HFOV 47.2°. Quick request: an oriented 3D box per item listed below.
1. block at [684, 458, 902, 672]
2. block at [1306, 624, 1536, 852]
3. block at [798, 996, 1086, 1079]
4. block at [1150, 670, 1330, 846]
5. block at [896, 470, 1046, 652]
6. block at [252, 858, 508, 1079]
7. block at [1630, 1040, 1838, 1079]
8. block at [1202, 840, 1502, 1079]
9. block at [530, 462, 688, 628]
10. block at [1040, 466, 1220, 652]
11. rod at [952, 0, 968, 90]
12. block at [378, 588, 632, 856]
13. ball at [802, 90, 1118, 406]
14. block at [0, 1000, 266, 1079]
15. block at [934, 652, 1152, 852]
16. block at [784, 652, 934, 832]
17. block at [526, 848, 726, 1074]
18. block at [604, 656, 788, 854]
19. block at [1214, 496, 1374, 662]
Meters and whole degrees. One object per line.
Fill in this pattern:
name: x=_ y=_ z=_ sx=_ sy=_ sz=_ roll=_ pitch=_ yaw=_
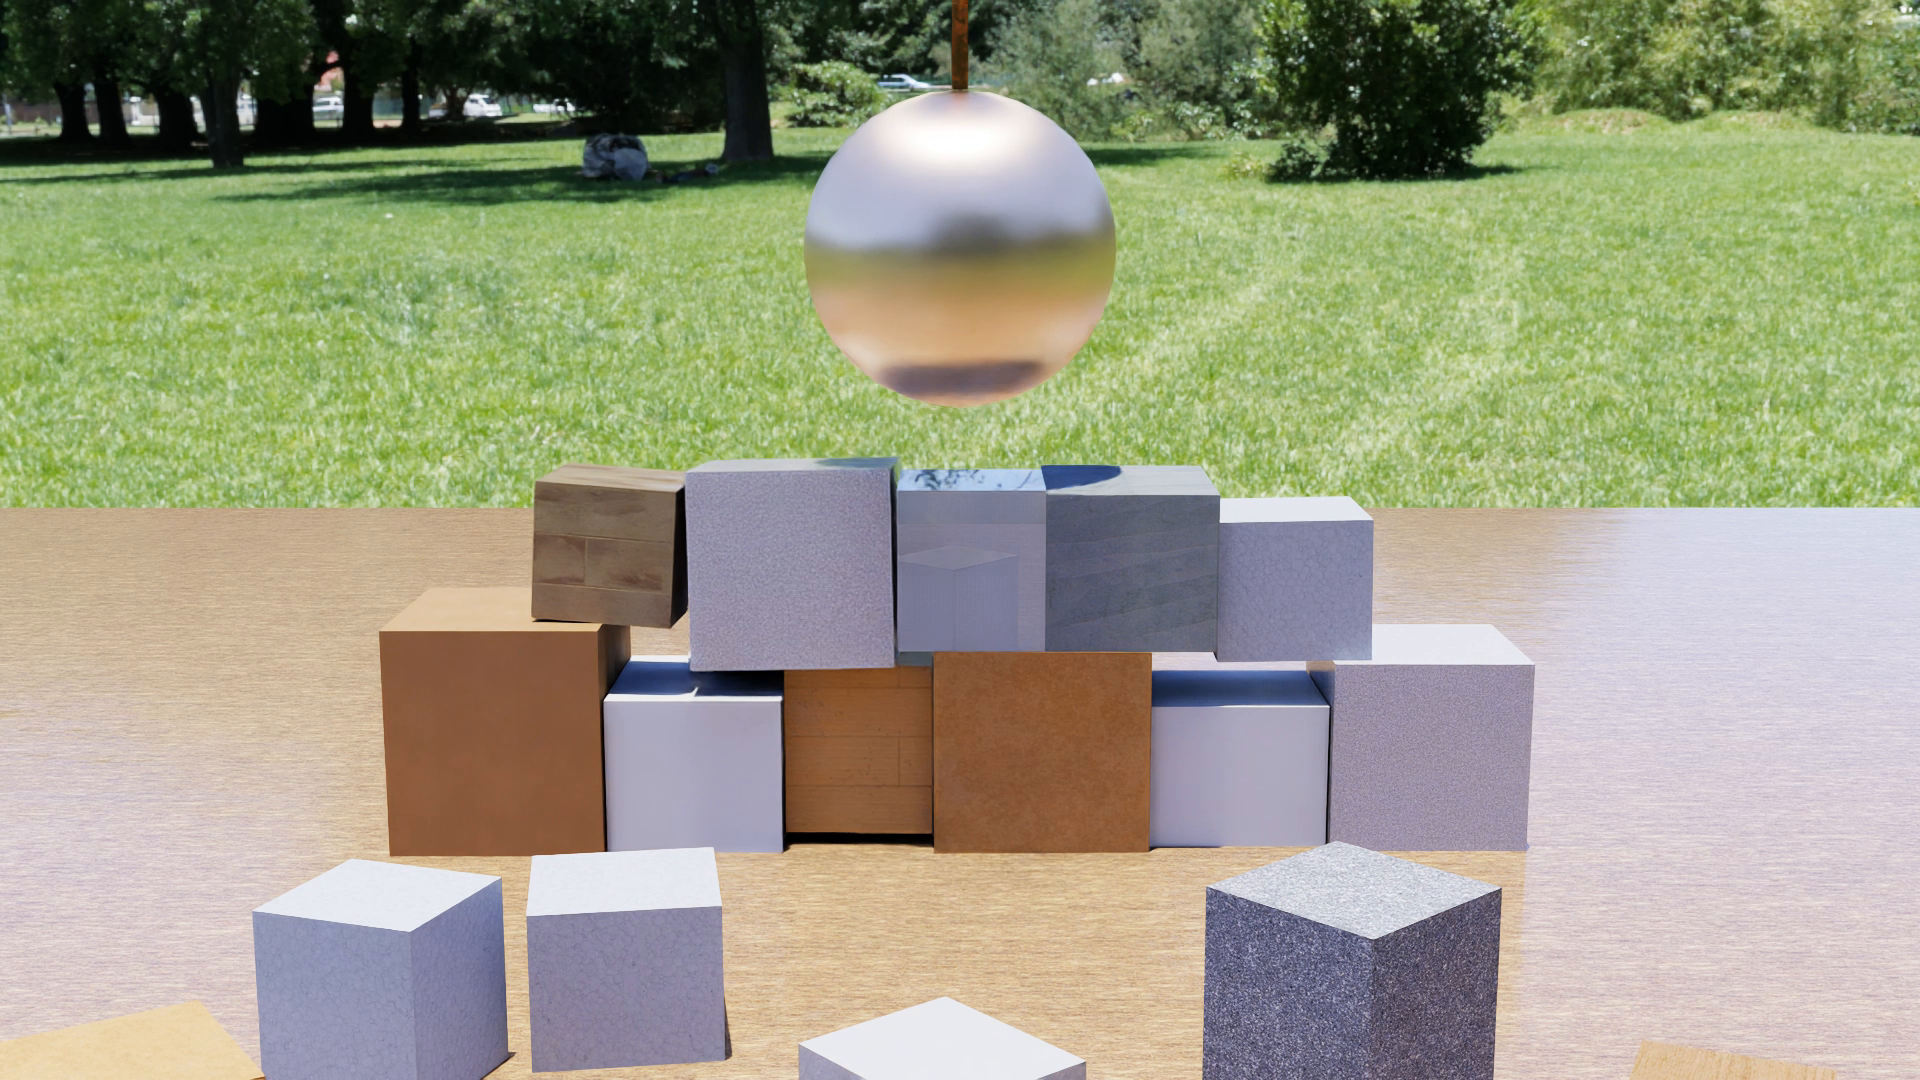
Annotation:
block: x=-0.825 y=0.103 z=11.326 sx=1.011 sy=0.988 sz=0.980 roll=-1 pitch=5 yaw=2
block: x=2.341 y=1.004 z=11.361 sx=0.983 sy=0.961 sz=0.907 roll=0 pitch=10 yaw=0
block: x=-0.059 y=1.941 z=6.881 sx=0.599 sy=0.719 sz=0.677 roll=-9 pitch=13 yaw=-39
block: x=1.397 y=1.118 z=11.392 sx=0.887 sy=0.725 sz=0.771 roll=0 pitch=10 yaw=0
block: x=0.057 y=0.092 z=11.082 sx=0.724 sy=0.801 sz=0.703 roll=0 pitch=10 yaw=0
block: x=-2.168 y=1.680 z=8.279 sx=0.668 sy=0.732 sz=0.625 roll=4 pitch=11 yaw=19
block: x=2.345 y=1.996 z=6.754 sx=0.583 sy=0.657 sz=0.560 roll=5 pitch=11 yaw=23
block: x=1.452 y=1.668 z=8.171 sx=0.785 sy=0.794 sz=0.754 roll=-10 pitch=14 yaw=-42
block: x=-1.733 y=0.018 z=11.143 sx=0.701 sy=0.687 sz=0.659 roll=4 pitch=10 yaw=3
block: x=0.845 y=0.079 z=11.206 sx=0.844 sy=0.782 sz=0.971 roll=0 pitch=10 yaw=1
rod: x=0.000 y=-4.791 z=10.439 sx=0.080 sy=5.200 sz=0.080 roll=0 pitch=13 yaw=0
block: x=-2.300 y=0.913 z=11.339 sx=1.064 sy=1.147 sz=1.054 roll=0 pitch=10 yaw=0
ball: x=0.000 y=-1.480 z=11.211 sx=1.600 sy=1.600 sz=1.600 roll=0 pitch=10 yaw=0
block: x=-2.643 y=1.961 z=6.761 sx=0.834 sy=0.722 sz=0.721 roll=-7 pitch=12 yaw=-34
block: x=0.408 y=0.971 z=11.355 sx=1.071 sy=1.027 sz=0.954 roll=0 pitch=10 yaw=0
block: x=-0.509 y=1.020 z=11.415 sx=0.738 sy=0.850 sz=0.723 roll=0 pitch=5 yaw=1
block: x=-1.325 y=1.650 z=8.731 sx=0.734 sy=0.629 sz=0.715 roll=-2 pitch=10 yaw=-9
block: x=-1.322 y=1.091 z=11.383 sx=0.873 sy=0.781 sz=0.973 roll=0 pitch=10 yaw=0
block: x=1.656 y=0.190 z=11.197 sx=0.765 sy=0.706 sz=0.715 roll=-1 pitch=10 yaw=1
